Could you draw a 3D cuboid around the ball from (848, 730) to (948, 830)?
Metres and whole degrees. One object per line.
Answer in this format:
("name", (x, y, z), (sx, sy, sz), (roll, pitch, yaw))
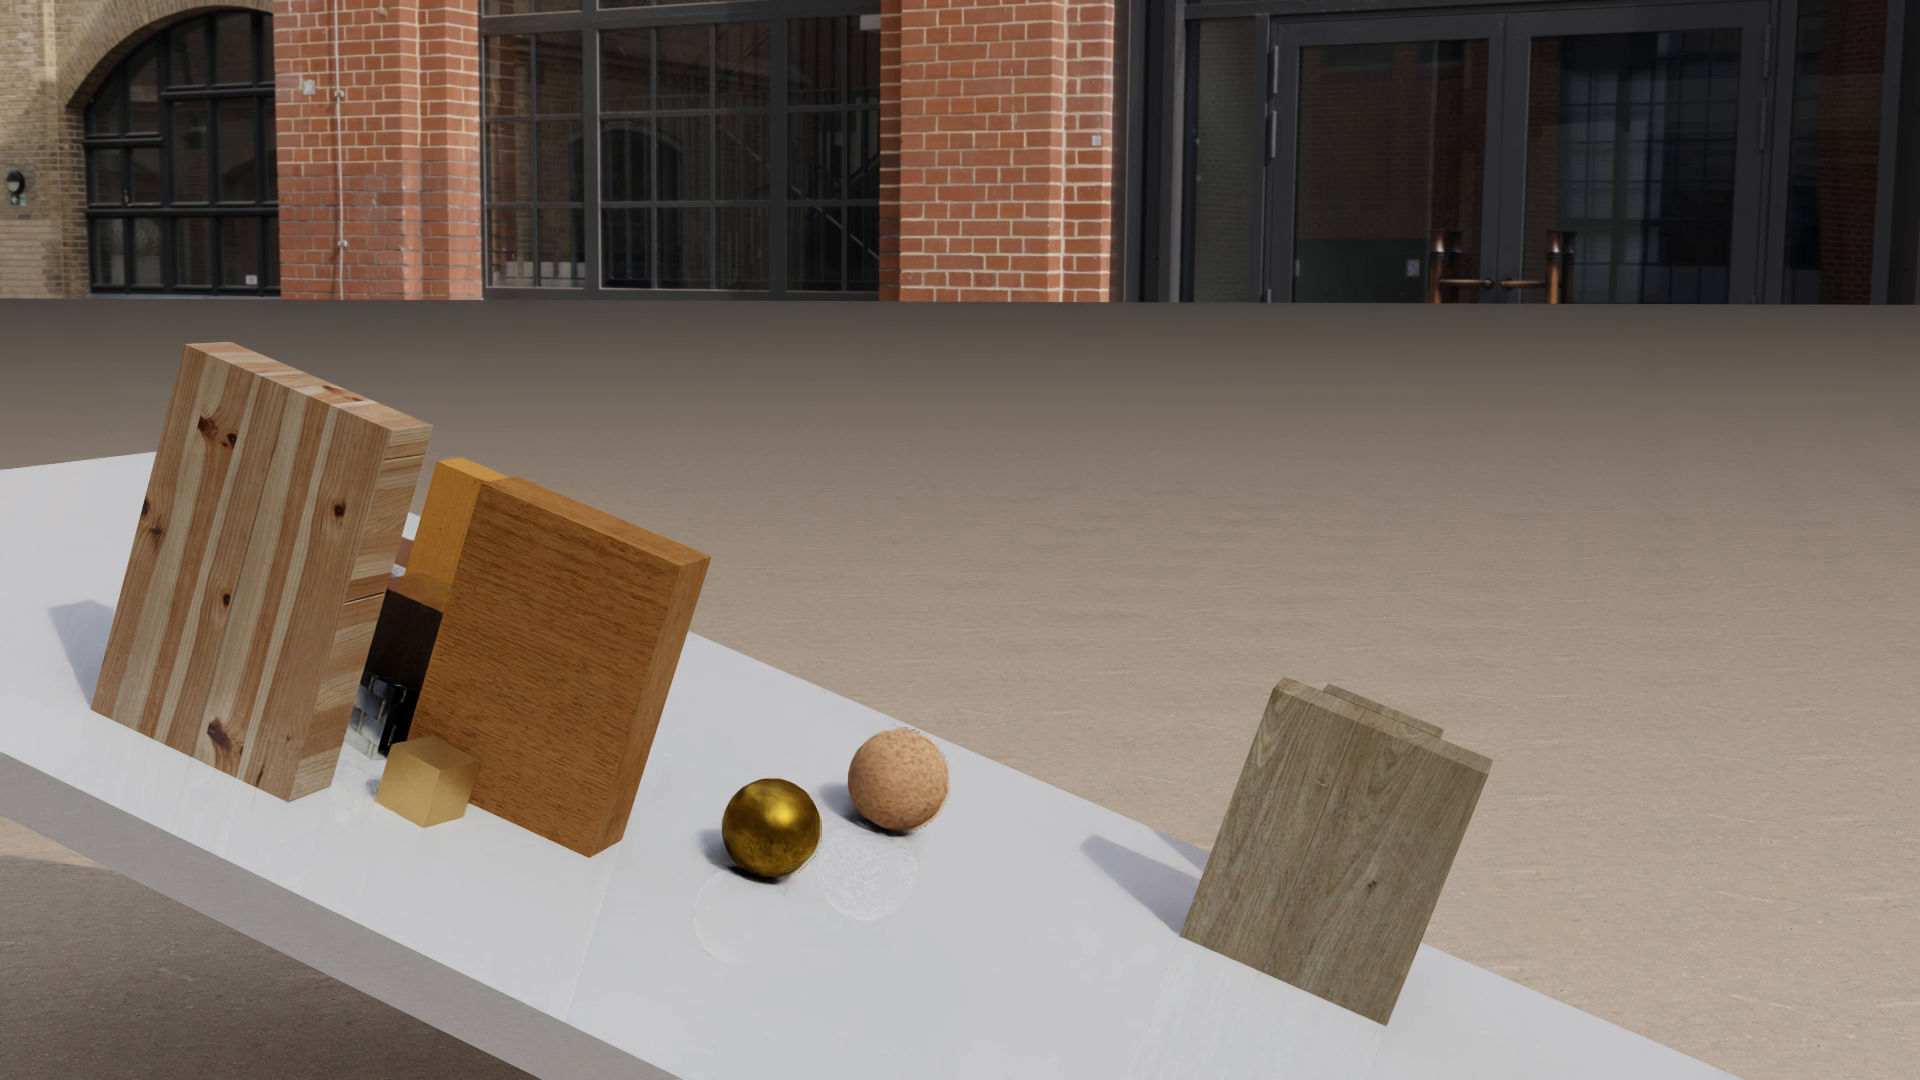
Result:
("ball", (-0.125, 0.486, 4.455), (0.205, 0.205, 0.205), (0, 7, 0))

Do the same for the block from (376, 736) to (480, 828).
("block", (-0.918, 0.416, 3.794), (0.109, 0.109, 0.109), (24, 13, 22))

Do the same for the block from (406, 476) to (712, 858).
("block", (-0.721, 0.221, 3.893), (0.397, 0.553, 0.130), (22, 12, 14))

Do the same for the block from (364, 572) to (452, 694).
("block", (-0.978, 0.169, 4.004), (0.158, 0.158, 0.158), (22, 12, 14))

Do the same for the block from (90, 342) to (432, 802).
("block", (-1.178, 0.050, 3.697), (0.407, 0.662, 0.125), (22, 12, 14))

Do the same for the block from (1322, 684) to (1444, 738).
("block", (0.815, 0.591, 4.695), (0.261, 0.502, 0.089), (22, 12, 14))

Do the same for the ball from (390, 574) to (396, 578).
("ball", (-1.200, 0.139, 4.366), (0.205, 0.205, 0.205), (0, 7, 0))

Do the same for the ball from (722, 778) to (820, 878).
("ball", (-0.344, 0.524, 4.011), (0.180, 0.180, 0.180), (0, 7, 0))

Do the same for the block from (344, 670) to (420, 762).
("block", (-1.043, 0.304, 4.020), (0.142, 0.142, 0.142), (26, 14, 30))

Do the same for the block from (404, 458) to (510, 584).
("block", (-0.924, 0.113, 4.285), (0.313, 0.461, 0.094), (22, 12, 14))

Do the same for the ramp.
("ramp", (-0.341, 0.630, 4.216), (4.000, 0.100, 2.000), (22, 12, 14))

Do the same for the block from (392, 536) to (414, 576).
("block", (-1.185, 0.109, 4.562), (0.187, 0.187, 0.187), (21, 12, 9))

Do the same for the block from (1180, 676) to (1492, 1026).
("block", (0.746, 0.615, 4.379), (0.440, 0.547, 0.137), (22, 12, 14))
